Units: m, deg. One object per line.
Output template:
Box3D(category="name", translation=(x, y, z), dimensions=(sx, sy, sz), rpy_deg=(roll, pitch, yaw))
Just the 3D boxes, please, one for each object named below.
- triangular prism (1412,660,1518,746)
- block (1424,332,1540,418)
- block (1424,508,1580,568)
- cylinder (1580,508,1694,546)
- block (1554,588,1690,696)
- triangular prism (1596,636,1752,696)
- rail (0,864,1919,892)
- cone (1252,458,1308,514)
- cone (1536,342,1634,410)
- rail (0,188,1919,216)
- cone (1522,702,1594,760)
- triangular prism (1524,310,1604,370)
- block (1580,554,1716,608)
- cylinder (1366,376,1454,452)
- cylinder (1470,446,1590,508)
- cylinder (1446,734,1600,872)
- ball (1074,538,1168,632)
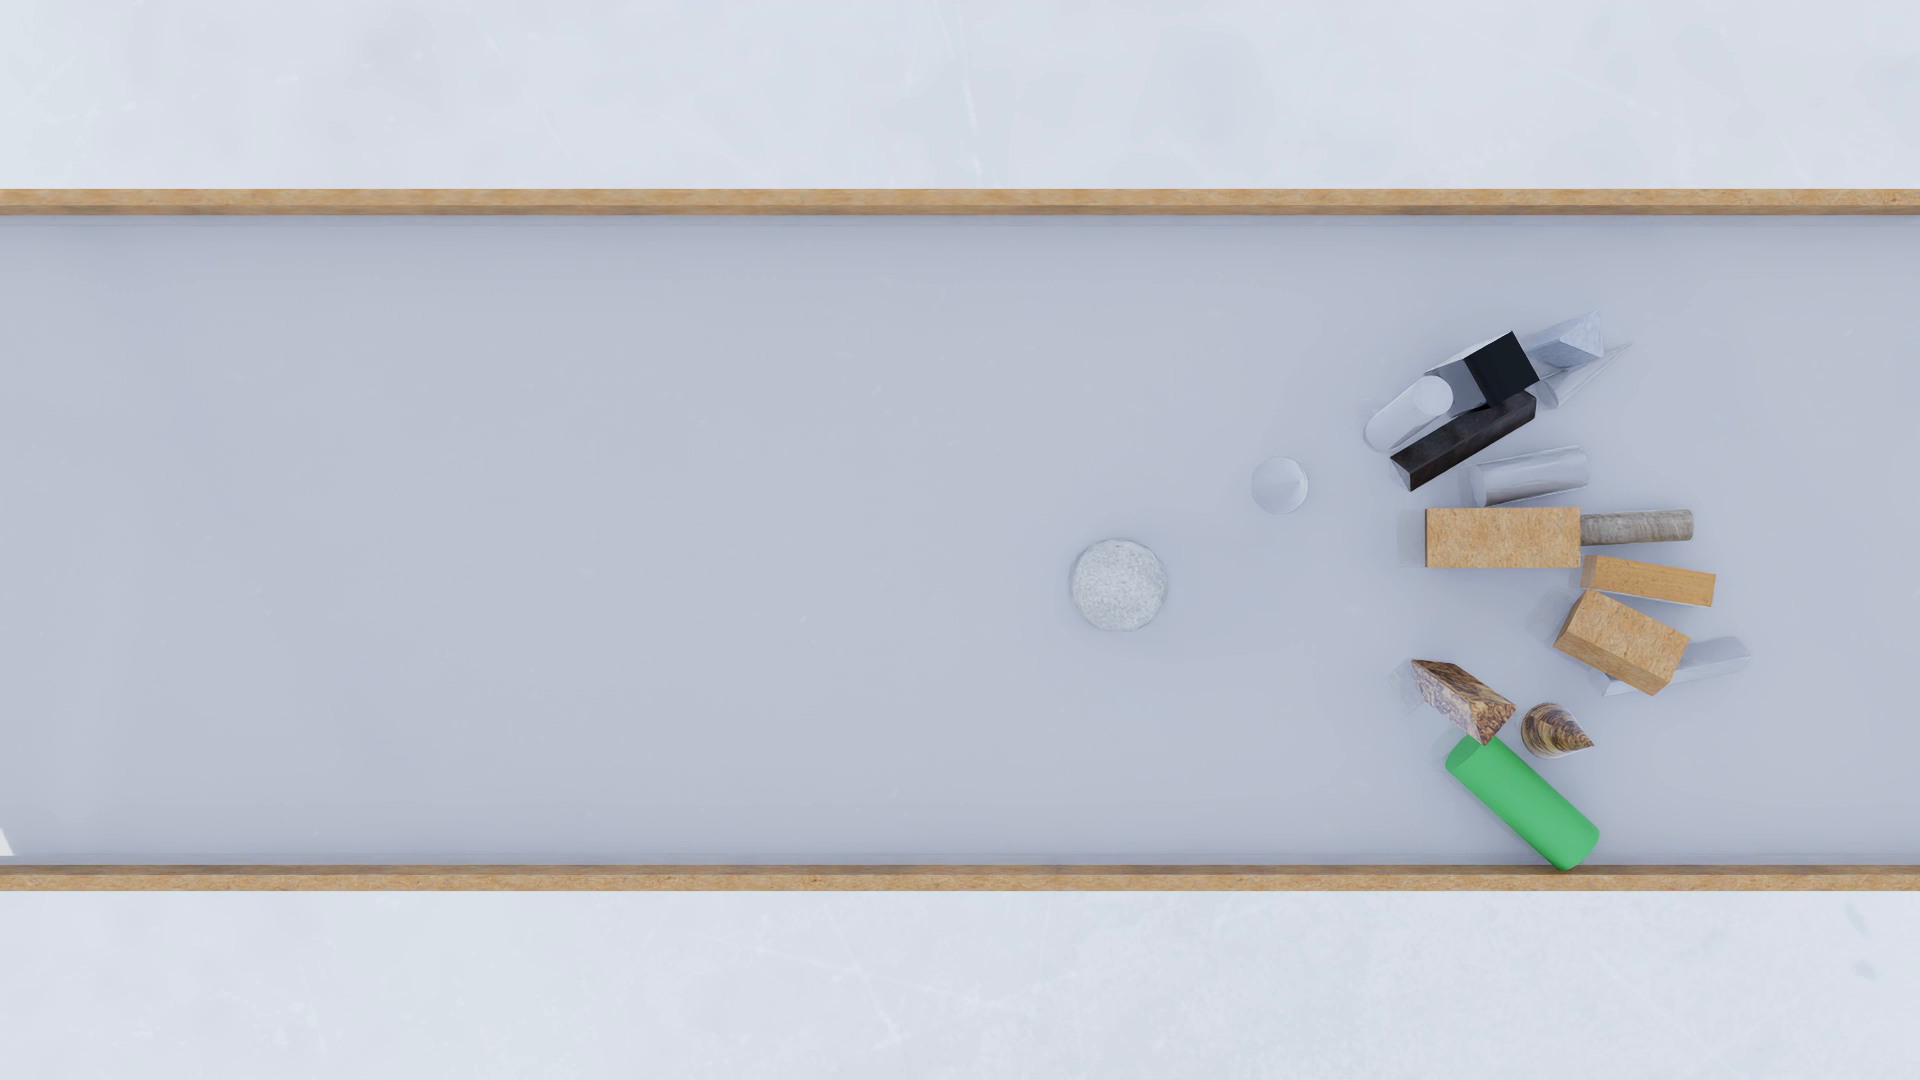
Box3D(category="triangular prism", translation=(1.489, 0.451, 4.858), dimensions=(0.123, 0.420, 0.143), rpy_deg=(-23, 104, -2))
Box3D(category="block", translation=(1.537, -0.484, 4.878), dimensions=(0.161, 0.396, 0.161), rpy_deg=(-30, 90, 0))
Box3D(category="block", translation=(1.619, -0.007, 4.940), dimensions=(0.429, 0.176, 0.176), rpy_deg=(0, 90, 14))
Box3D(category="cylinder", translation=(2.028, -0.037, 5.027), dimensions=(0.373, 0.100, 0.100), rpy_deg=(-3, 90, 0))
Box3D(category="block", translation=(1.979, 0.306, 4.944), dimensions=(0.319, 0.157, 0.157), rpy_deg=(28, 74, 14))
Box3D(category="triangular prism", translation=(2.178, 0.388, 5.028), dimensions=(0.432, 0.092, 0.106), rpy_deg=(-11, 90, 0))
Box3D(category="rail", translation=(-2.247, 1.025, 5.001), dimensions=(12.000, 0.150, 0.050), rpy_deg=(0, 90, 0))
Box3D(category="cone", translation=(0.984, -0.168, 4.923), dimensions=(0.174, 0.307, 0.174), rpy_deg=(0, 90, 0))
Box3D(category="cone", translation=(1.934, -0.527, 5.051), dimensions=(0.342, 0.103, 0.103), rpy_deg=(-30, 90, -9))
Box3D(category="rail", translation=(-2.247, -1.025, 5.002), dimensions=(12.000, 0.150, 0.050), rpy_deg=(0, 90, 0))
Box3D(category="cone", translation=(1.814, 0.588, 4.895), dimensions=(0.176, 0.364, 0.176), rpy_deg=(0, 90, 0))
Box3D(category="triangular prism", translation=(1.813, -0.606, 4.913), dimensions=(0.137, 0.326, 0.119), rpy_deg=(22, 90, 0))
Box3D(category="block", translation=(2.095, 0.125, 5.026), dimensions=(0.363, 0.101, 0.101), rpy_deg=(9, 90, 0))
Box3D(category="cylinder", translation=(1.324, -0.370, 4.876), dimensions=(0.120, 0.383, 0.120), rpy_deg=(1, 78, -6))
Box3D(category="cylinder", translation=(1.729, -0.193, 5.010), dimensions=(0.315, 0.133, 0.133), rpy_deg=(-11, 90, 0))
Box3D(category="cylinder", translation=(1.700, 0.782, 4.990), dimensions=(0.456, 0.174, 0.174), rpy_deg=(42, 90, 0))
Box3D(category="ball", translation=(0.479, 0.137, 4.937), dimensions=(0.280, 0.280, 0.280), rpy_deg=(0, 90, 0))
